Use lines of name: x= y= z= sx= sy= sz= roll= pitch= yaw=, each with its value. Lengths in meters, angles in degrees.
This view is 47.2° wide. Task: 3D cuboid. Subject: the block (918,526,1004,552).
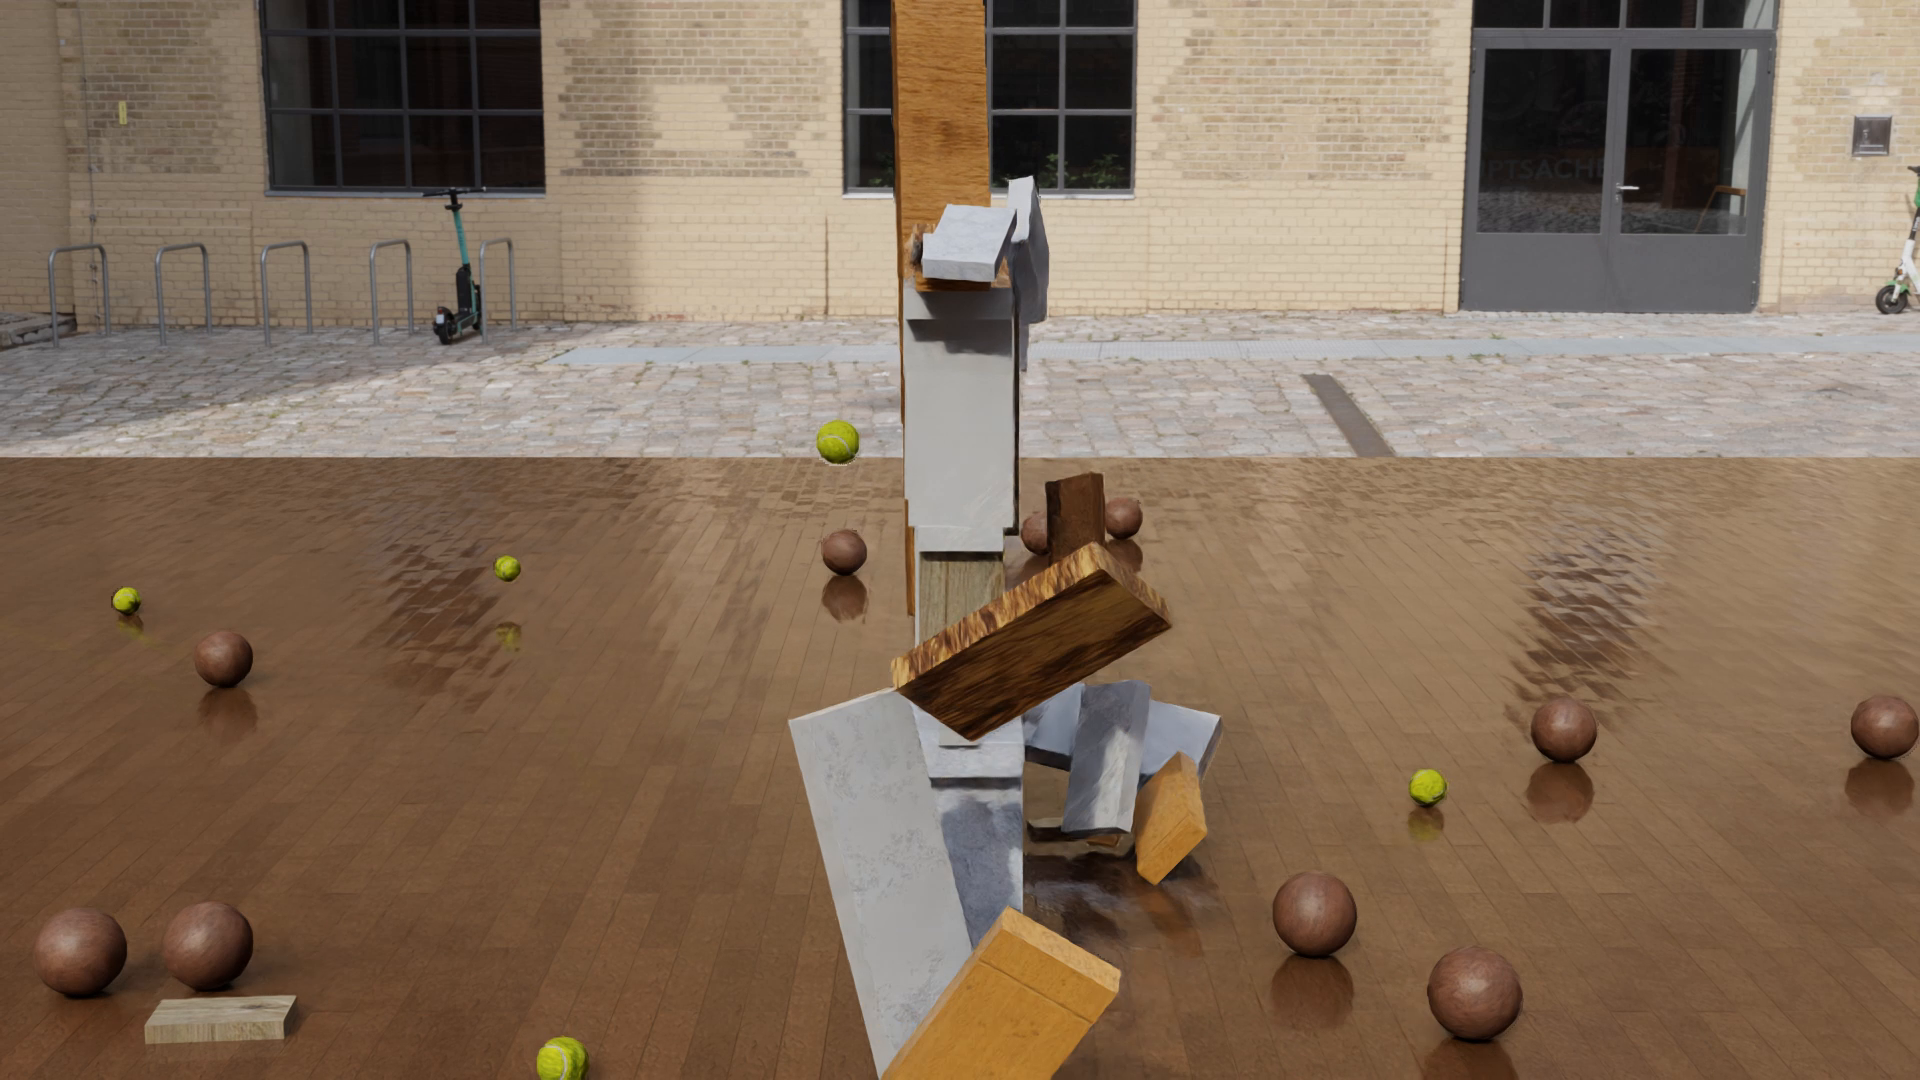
block: x=0.003 y=-0.024 z=3.319 sx=0.123 sy=0.035 sz=0.247 roll=0 pitch=11 yaw=1

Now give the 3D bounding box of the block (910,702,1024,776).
block: x=0.002 y=0.278 z=3.278 sx=0.176 sy=0.050 sz=0.353 roll=0 pitch=11 yaw=0

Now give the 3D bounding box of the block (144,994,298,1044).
block: x=-1.045 y=0.679 z=3.117 sx=0.189 sy=0.027 sz=0.095 roll=-1 pitch=11 yaw=-5

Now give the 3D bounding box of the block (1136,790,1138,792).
block: x=0.352 y=0.487 z=4.017 sx=0.080 sy=0.023 sz=0.159 roll=26 pitch=14 yaw=13

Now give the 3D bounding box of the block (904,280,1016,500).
block: x=0.000 y=-0.242 z=3.492 sx=0.175 sy=0.351 sz=0.050 roll=0 pitch=11 yaw=1

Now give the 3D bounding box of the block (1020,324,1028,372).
block: x=0.085 y=-0.367 z=3.813 sx=0.023 sy=0.159 sz=0.080 roll=11 pitch=-13 yaw=-37

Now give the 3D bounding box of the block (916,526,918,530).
block: x=0.000 y=-0.060 z=3.579 sx=0.134 sy=0.038 sz=0.268 roll=0 pitch=11 yaw=0

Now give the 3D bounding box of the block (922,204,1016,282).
block: x=0.014 y=-0.414 z=3.059 sx=0.099 sy=0.028 sz=0.199 roll=5 pitch=31 yaw=8

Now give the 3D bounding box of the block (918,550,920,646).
block: x=-0.003 y=0.100 z=3.426 sx=0.123 sy=0.247 sz=0.035 roll=0 pitch=11 yaw=0

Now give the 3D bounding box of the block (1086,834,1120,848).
block: x=0.265 y=0.494 z=3.909 sx=0.053 sy=0.105 sz=0.015 roll=6 pitch=-29 yaw=23

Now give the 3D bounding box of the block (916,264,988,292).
block: x=-0.012 y=-0.372 z=3.110 sx=0.099 sy=0.028 sz=0.199 roll=0 pitch=10 yaw=-1

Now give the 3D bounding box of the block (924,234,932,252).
block: x=-0.003 y=-0.416 z=3.227 sx=0.099 sy=0.028 sz=0.199 roll=0 pitch=-3 yaw=-1

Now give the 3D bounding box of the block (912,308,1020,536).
block: x=0.009 y=-0.232 z=3.722 sx=0.176 sy=0.454 sz=0.050 roll=-2 pitch=12 yaw=-9

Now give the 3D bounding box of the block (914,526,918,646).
block: x=-0.004 y=0.107 z=3.521 sx=0.134 sy=0.268 sz=0.038 roll=0 pitch=11 yaw=0

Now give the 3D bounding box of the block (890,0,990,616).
block: x=-0.027 y=-0.475 z=4.140 sx=0.172 sy=1.237 sz=0.049 roll=0 pitch=-7 yaw=-13

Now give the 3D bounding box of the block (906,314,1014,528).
block: x=0.002 y=-0.172 z=3.185 sx=0.152 sy=0.304 sz=0.043 roll=1 pitch=13 yaw=5

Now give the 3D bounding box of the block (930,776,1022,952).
block: x=0.002 y=0.497 z=3.201 sx=0.176 sy=0.353 sz=0.050 roll=0 pitch=11 yaw=0

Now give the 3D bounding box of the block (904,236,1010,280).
block: x=0.003 y=-0.460 z=3.565 sx=0.176 sy=0.050 sz=0.351 roll=0 pitch=11 yaw=0

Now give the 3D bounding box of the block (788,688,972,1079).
block: x=-0.077 y=0.471 z=2.808 sx=0.158 sy=0.543 sz=0.045 roll=-16 pitch=3 yaw=-38

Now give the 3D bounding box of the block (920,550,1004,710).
block: x=0.002 y=0.129 z=3.266 sx=0.123 sy=0.247 sz=0.035 roll=0 pitch=11 yaw=0

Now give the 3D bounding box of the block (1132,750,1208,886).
block: x=0.358 y=0.477 z=3.800 sx=0.037 sy=0.131 sz=0.263 roll=38 pitch=17 yaw=-12

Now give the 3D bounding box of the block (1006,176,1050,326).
block: x=0.101 y=-0.439 z=3.314 sx=0.037 sy=0.131 sz=0.263 roll=-9 pitch=28 yaw=9

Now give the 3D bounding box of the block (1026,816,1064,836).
block: x=0.179 y=0.520 z=4.004 sx=0.105 sy=0.015 sz=0.053 roll=-3 pitch=11 yaw=-16

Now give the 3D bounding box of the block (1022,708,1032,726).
block: x=0.061 y=0.379 z=4.673 sx=0.172 sy=0.049 sz=0.344 roll=4 pitch=11 yaw=23

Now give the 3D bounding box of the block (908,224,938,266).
block: x=-0.026 y=-0.440 z=3.286 sx=0.094 sy=0.027 sz=0.189 roll=0 pitch=-3 yaw=-4

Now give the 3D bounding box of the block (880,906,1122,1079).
block: x=0.043 y=0.599 z=2.657 sx=0.158 sy=0.316 sz=0.045 roll=31 pitch=27 yaw=-5

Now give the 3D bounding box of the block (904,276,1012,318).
block: x=-0.002 y=-0.359 z=3.239 sx=0.152 sy=0.043 sz=0.304 roll=0 pitch=10 yaw=1

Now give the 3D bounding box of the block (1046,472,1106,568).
block: x=0.177 y=-0.001 z=3.350 sx=0.094 sy=0.189 sz=0.027 roll=-13 pitch=-16 yaw=43

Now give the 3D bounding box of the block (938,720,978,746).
block: x=-0.003 y=0.232 z=3.084 sx=0.056 sy=0.113 sz=0.016 roll=0 pitch=14 yaw=0

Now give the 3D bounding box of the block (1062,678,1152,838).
block: x=0.253 y=0.376 z=3.788 sx=0.037 sy=0.263 sz=0.131 roll=26 pitch=-26 yaw=-36

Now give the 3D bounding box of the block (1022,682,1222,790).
block: x=0.295 y=0.368 z=4.096 sx=0.344 sy=0.049 sz=0.172 roll=12 pitch=49 yaw=22

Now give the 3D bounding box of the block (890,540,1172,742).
block: x=0.088 y=0.131 z=2.739 sx=0.316 sy=0.045 sz=0.158 roll=-32 pitch=-46 yaw=22
